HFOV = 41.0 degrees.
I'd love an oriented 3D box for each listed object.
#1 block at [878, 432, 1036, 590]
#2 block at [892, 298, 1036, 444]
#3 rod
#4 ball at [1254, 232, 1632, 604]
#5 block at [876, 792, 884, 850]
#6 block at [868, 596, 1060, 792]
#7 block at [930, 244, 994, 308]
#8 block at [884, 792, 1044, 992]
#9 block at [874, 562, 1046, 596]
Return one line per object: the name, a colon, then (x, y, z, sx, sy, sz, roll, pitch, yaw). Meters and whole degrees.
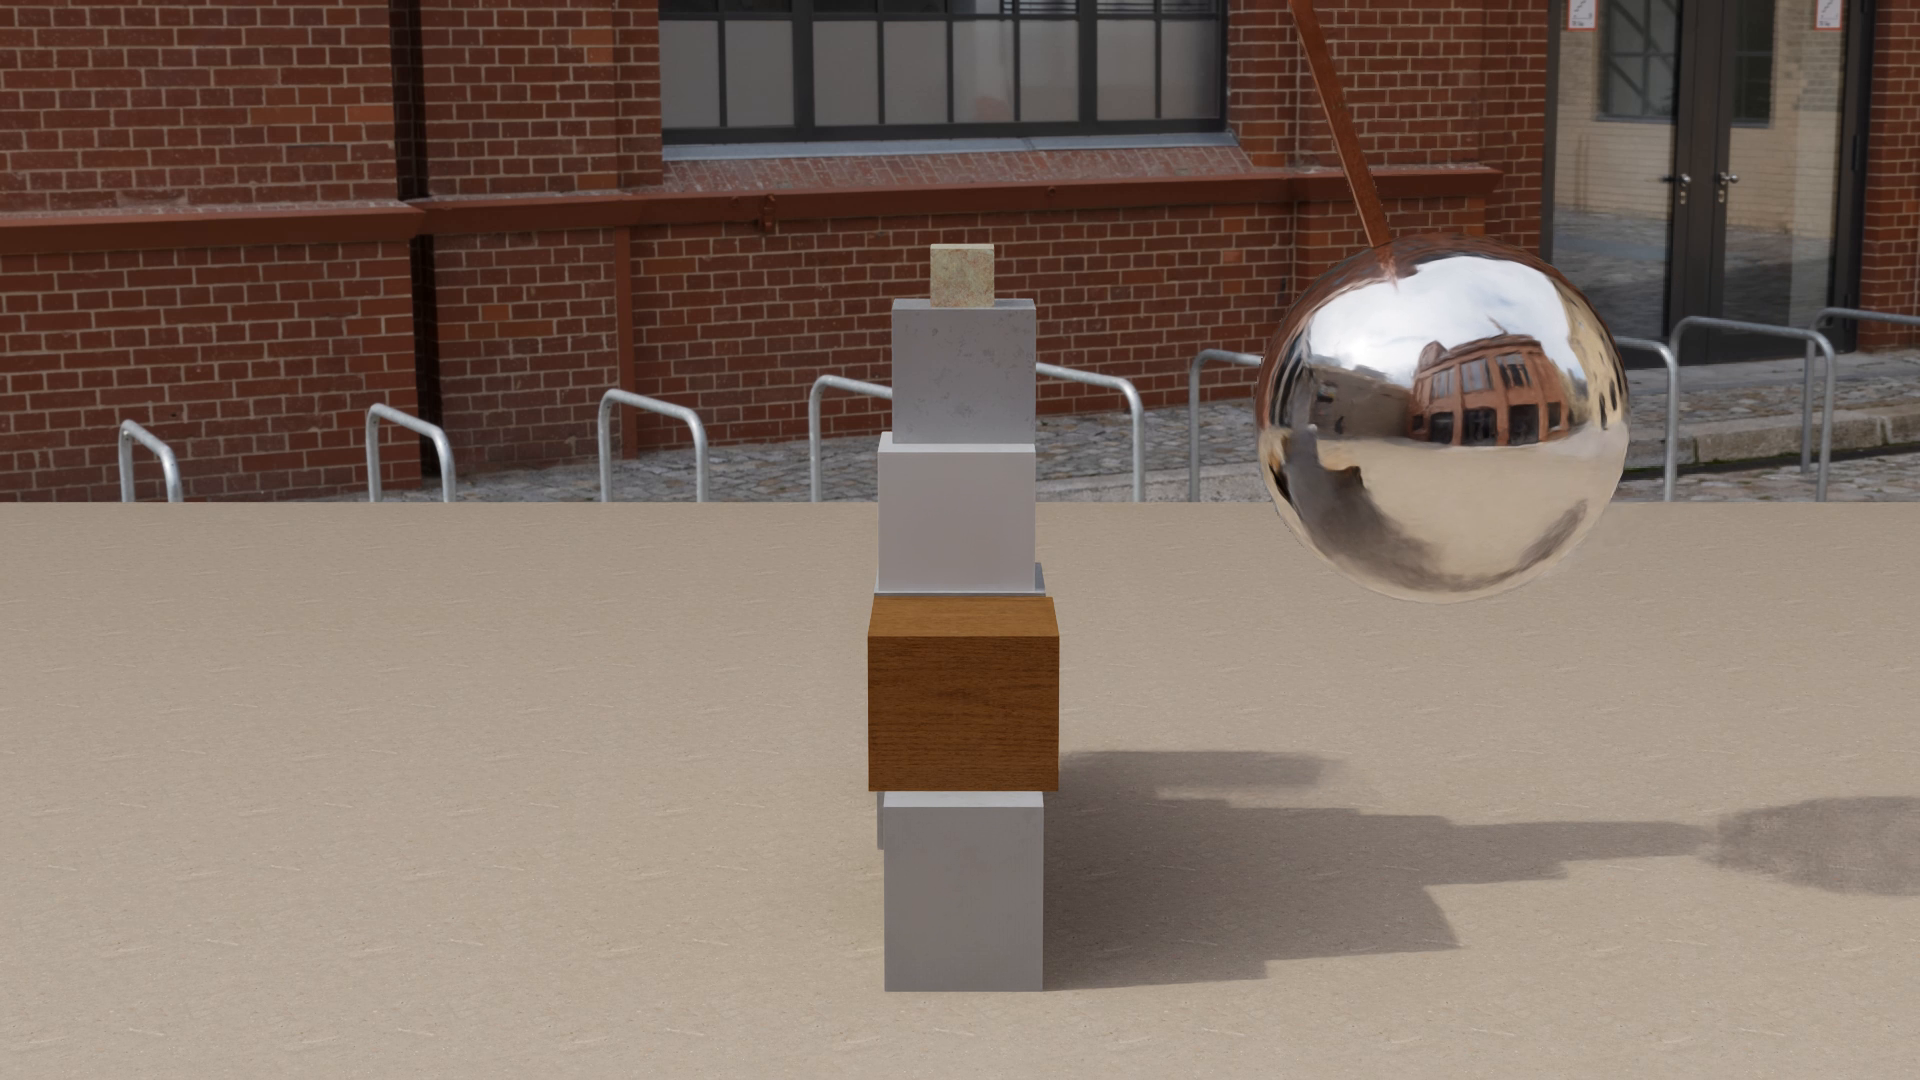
block: (-0.014, -0.130, 10.954, 0.653, 0.585, 0.613, 0, 10, 0)
block: (0.017, -0.733, 11.047, 0.606, 0.568, 0.517, 0, 10, 0)
rod: (0.899, -3.665, 10.514, 0.080, 5.200, 0.080, -20, 10, 4)
ball: (2.074, -0.526, 11.085, 1.600, 1.600, 1.600, 0, 10, 0)
block: (-0.008, 0.974, 12.019, 0.741, 0.783, 0.677, 0, 10, 0)
block: (0.014, 0.609, 10.338, 0.742, 0.619, 0.763, 0, 10, 0)
block: (0.010, -1.133, 10.974, 0.269, 0.245, 0.307, 0, 10, 0)
block: (0.014, 1.327, 10.192, 0.613, 0.742, 0.647, 0, 10, 0)
block: (-0.001, 0.534, 11.067, 0.716, 0.762, 0.677, 0, 10, 0)
